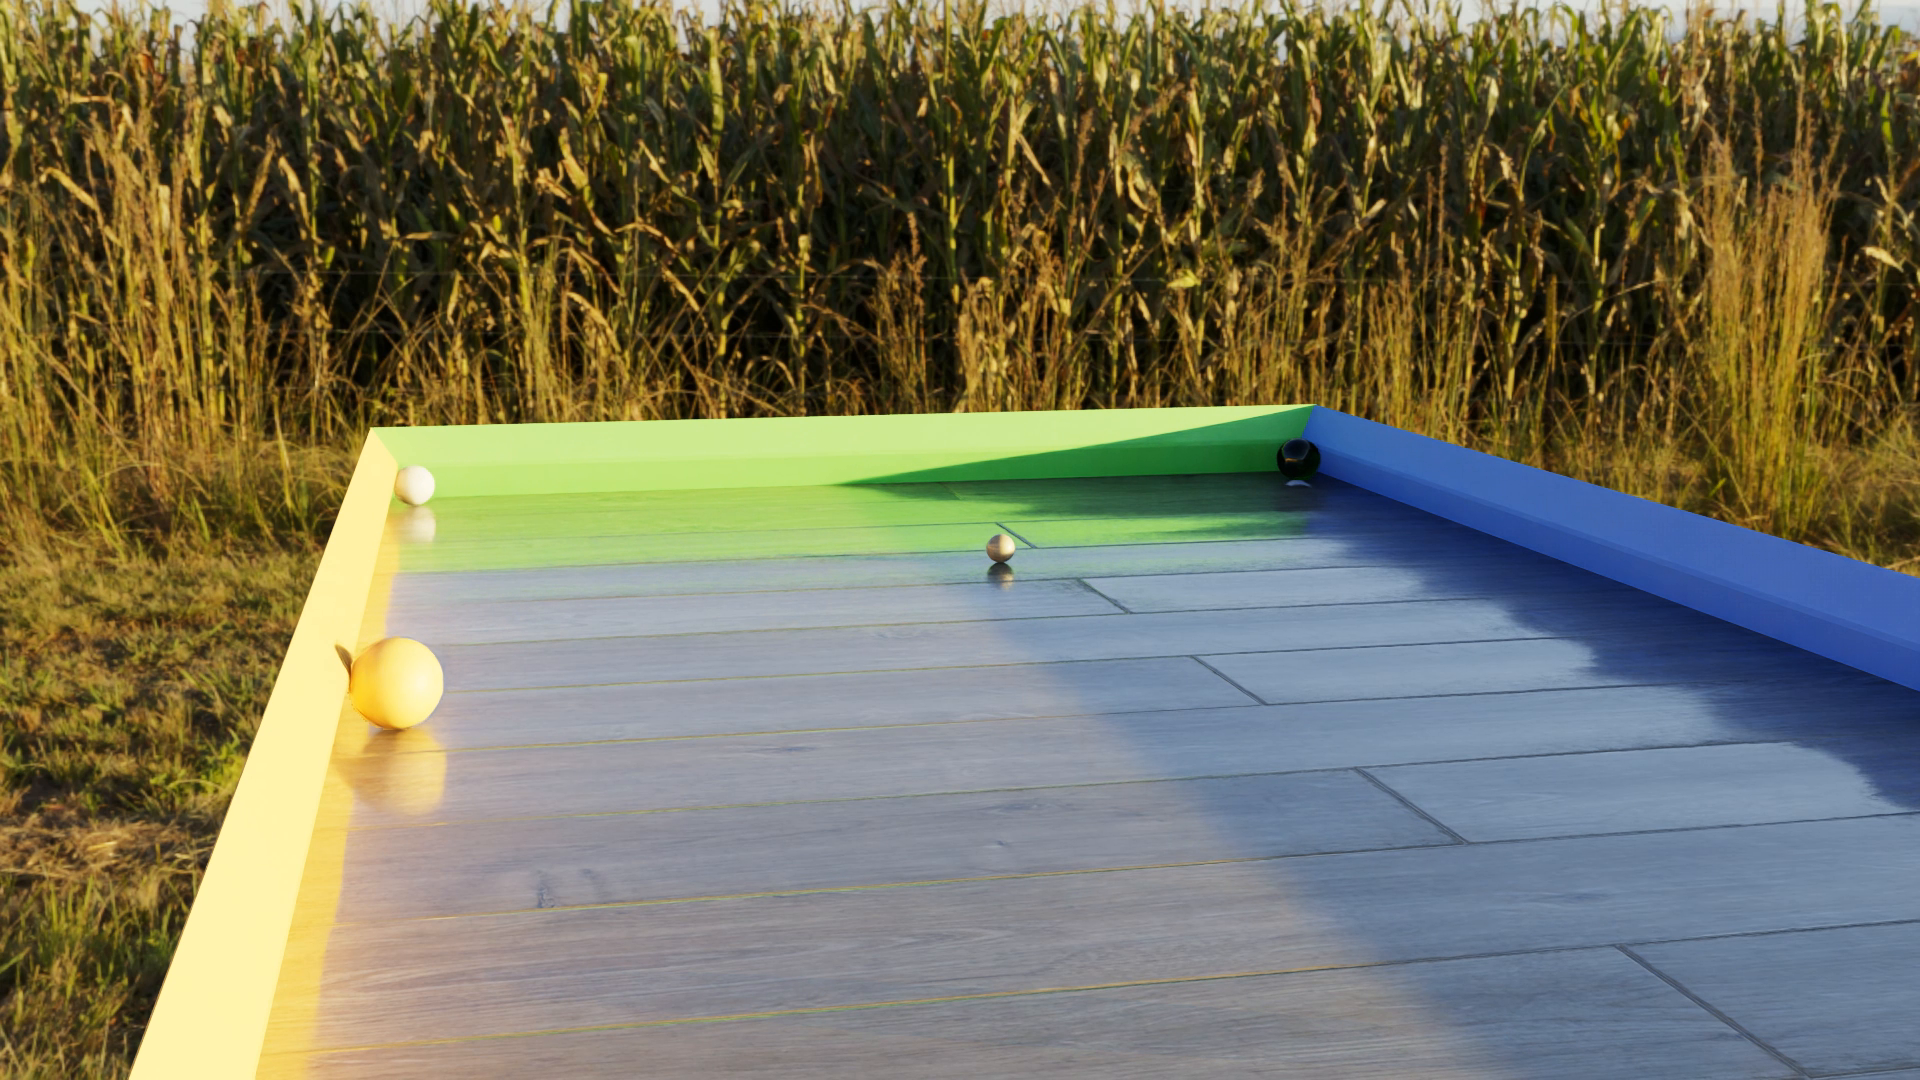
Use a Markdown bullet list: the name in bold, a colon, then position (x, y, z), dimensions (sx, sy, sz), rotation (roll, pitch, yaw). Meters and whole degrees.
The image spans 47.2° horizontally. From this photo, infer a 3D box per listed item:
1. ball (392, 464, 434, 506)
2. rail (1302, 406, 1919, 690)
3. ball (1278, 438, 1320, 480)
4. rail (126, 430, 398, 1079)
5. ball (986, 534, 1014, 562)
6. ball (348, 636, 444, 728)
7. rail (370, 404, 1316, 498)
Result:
- **ball**: position (-0.929, -0.093, 3.739), dimensions (0.070, 0.070, 0.070), rotation (0, 10, 0)
- **rail**: position (0.996, 0.072, 2.614), dimensions (0.045, 0.123, 3.225), rotation (-2, 10, -12)
- **ball**: position (0.622, -0.149, 4.043), dimensions (0.077, 0.077, 0.077), rotation (0, 10, 0)
- **rail**: position (-0.650, 0.134, 2.258), dimensions (0.045, 0.123, 3.225), rotation (-2, 10, -12)
- **ball**: position (0.059, 0.012, 3.209), dimensions (0.042, 0.042, 0.042), rotation (0, 10, 0)
- **ball**: position (-0.582, 0.147, 2.268), dimensions (0.095, 0.095, 0.095), rotation (0, 10, 0)
- **rail**: position (-0.168, -0.160, 3.966), dimensions (1.732, 0.123, 0.045), rotation (-2, 10, -12)
